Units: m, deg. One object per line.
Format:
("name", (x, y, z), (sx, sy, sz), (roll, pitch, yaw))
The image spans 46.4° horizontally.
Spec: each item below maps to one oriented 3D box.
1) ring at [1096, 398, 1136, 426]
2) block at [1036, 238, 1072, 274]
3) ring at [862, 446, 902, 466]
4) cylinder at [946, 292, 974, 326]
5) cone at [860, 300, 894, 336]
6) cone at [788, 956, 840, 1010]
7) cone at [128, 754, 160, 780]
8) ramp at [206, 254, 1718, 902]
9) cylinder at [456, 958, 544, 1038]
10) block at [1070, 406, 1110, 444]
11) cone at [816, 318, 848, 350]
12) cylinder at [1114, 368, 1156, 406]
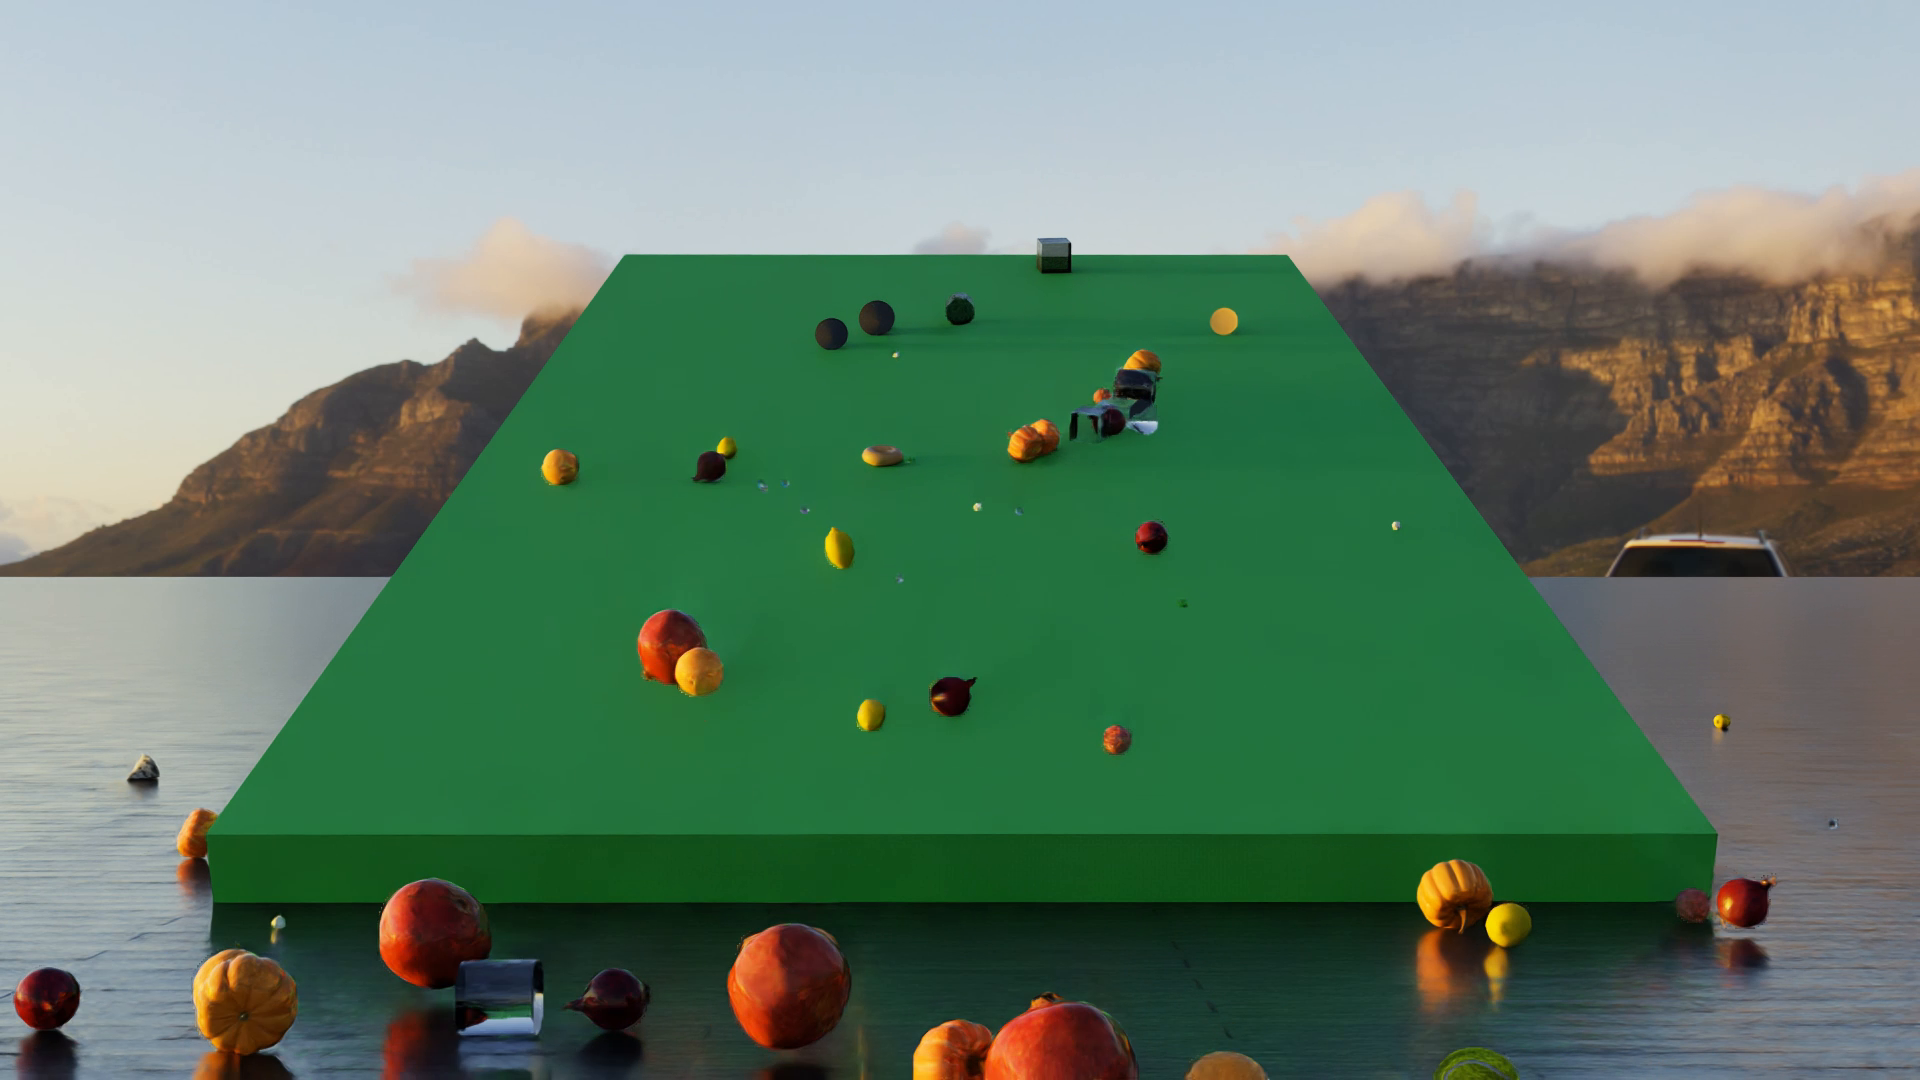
("ring", (0.358, -0.284, 4.942), (0.125, 0.042, 0.125), (1, 17, 0))
("block", (0.273, -0.828, 6.521), (0.087, 0.087, 0.087), (-2, 18, -7))
("ring", (-0.160, -0.174, 4.629), (0.084, 0.028, 0.084), (1, 19, 0))
("cylinder", (-0.001, -0.605, 5.864), (0.073, 0.073, 0.073), (0, 18, -2))
("cone", (-0.208, -0.562, 5.782), (0.093, 0.093, 0.093), (0, -8, 6))
("cone", (-0.149, 0.448, 2.283), (0.052, 0.052, 0.052), (0, -1, 0))
("cone", (-1.743, 0.495, 4.752), (0.060, 0.060, 0.060), (-1, 25, 42))
("ramp", (-0.004, -0.189, 4.878), (2.000, 0.100, 4.000), (0, 18, 0))
("cylinder", (-0.438, 0.435, 2.131), (0.071, 0.071, 0.071), (-4, -1, -2))
("block", (0.277, -0.245, 4.788), (0.063, 0.063, 0.063), (8, 20, 24))
("cone", (-0.320, -0.507, 5.625), (0.082, 0.082, 0.082), (0, -8, 0))
("cylinder", (0.392, -0.339, 5.024), (0.088, 0.088, 0.088), (5, -1, 1))
